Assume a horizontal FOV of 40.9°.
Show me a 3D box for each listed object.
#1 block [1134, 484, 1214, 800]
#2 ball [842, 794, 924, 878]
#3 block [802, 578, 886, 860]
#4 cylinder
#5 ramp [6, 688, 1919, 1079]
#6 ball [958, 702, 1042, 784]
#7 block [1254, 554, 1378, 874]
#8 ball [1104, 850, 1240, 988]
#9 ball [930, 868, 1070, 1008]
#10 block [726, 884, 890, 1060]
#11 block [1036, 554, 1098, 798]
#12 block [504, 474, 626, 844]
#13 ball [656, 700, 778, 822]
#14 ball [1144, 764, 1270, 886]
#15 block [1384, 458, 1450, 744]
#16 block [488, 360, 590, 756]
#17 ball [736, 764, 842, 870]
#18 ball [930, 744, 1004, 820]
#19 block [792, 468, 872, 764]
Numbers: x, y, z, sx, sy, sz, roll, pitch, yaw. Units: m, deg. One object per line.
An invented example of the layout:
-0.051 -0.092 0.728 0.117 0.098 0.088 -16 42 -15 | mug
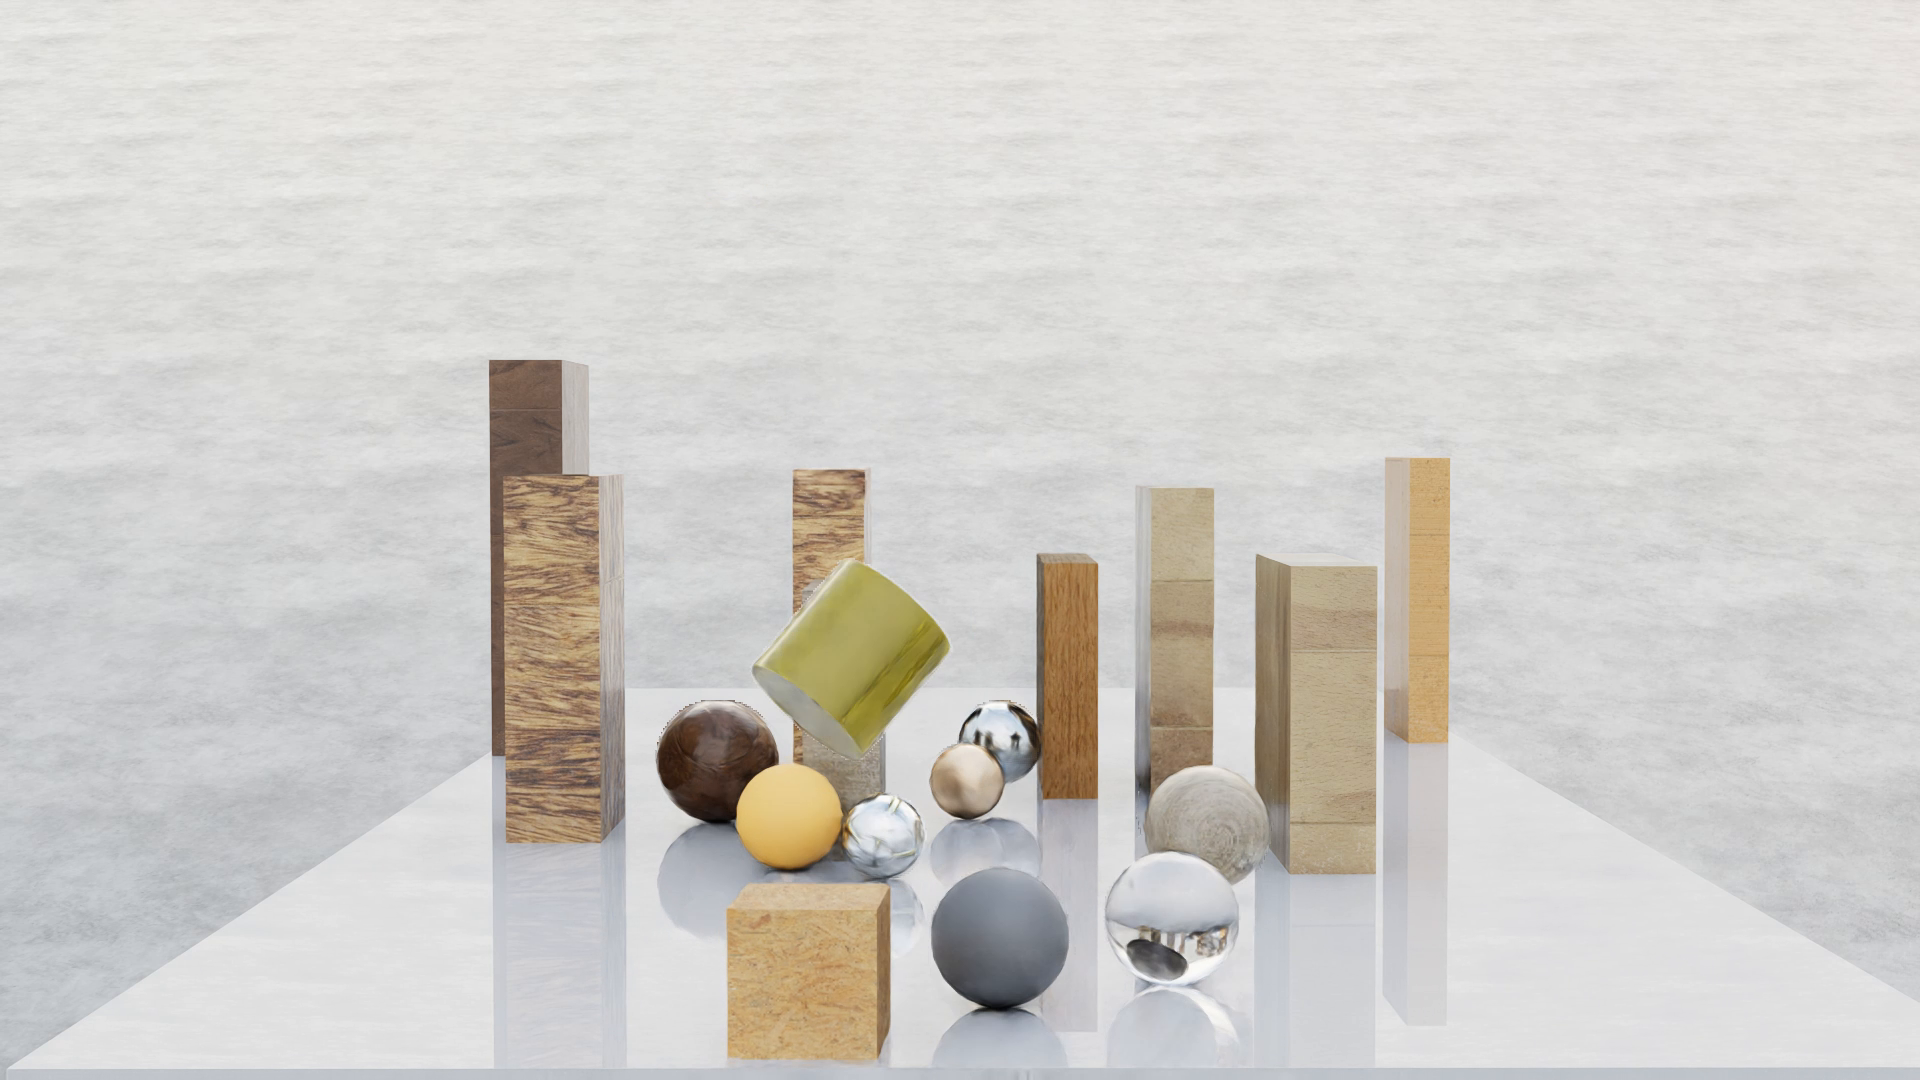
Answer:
0.381 0.175 4.612 0.108 0.542 0.387 0 2 0 | block
-0.110 0.422 3.671 0.119 0.119 0.119 0 24 0 | ball
-0.176 0.269 3.974 0.114 0.401 0.329 0 2 0 | block
-0.130 0.143 3.076 0.169 0.169 0.169 24 67 43 | cylinder
0.055 0.499 4.546 2.000 0.100 4.000 0 2 0 | ramp
0.068 0.352 4.456 0.144 0.144 0.144 0 24 0 | ball
0.535 0.251 3.906 0.124 0.443 0.437 0 2 0 | block
0.241 0.431 2.930 0.154 0.154 0.154 0 24 0 | ball
0.044 0.436 2.822 0.152 0.152 0.152 0 24 0 | ball
-0.154 0.442 2.654 0.151 0.151 0.151 0 2 4 | block
0.193 0.238 4.695 0.094 0.410 0.426 0 2 0 | block
-0.631 0.180 4.131 0.147 0.568 0.300 0 2 0 | block
-0.396 0.362 4.213 0.199 0.199 0.199 0 24 0 | ball
0.302 0.353 3.158 0.154 0.154 0.154 0 24 0 | ball
0.969 0.120 5.472 0.083 0.590 0.308 0 2 0 | block
-0.858 0.030 5.287 0.144 0.786 0.374 0 2 0 | block
-0.248 0.402 3.739 0.154 0.154 0.154 0 24 0 | ball
0.012 0.398 4.244 0.124 0.124 0.124 0 24 0 | ball
-0.238 0.151 4.865 0.129 0.573 0.423 0 2 0 | block
